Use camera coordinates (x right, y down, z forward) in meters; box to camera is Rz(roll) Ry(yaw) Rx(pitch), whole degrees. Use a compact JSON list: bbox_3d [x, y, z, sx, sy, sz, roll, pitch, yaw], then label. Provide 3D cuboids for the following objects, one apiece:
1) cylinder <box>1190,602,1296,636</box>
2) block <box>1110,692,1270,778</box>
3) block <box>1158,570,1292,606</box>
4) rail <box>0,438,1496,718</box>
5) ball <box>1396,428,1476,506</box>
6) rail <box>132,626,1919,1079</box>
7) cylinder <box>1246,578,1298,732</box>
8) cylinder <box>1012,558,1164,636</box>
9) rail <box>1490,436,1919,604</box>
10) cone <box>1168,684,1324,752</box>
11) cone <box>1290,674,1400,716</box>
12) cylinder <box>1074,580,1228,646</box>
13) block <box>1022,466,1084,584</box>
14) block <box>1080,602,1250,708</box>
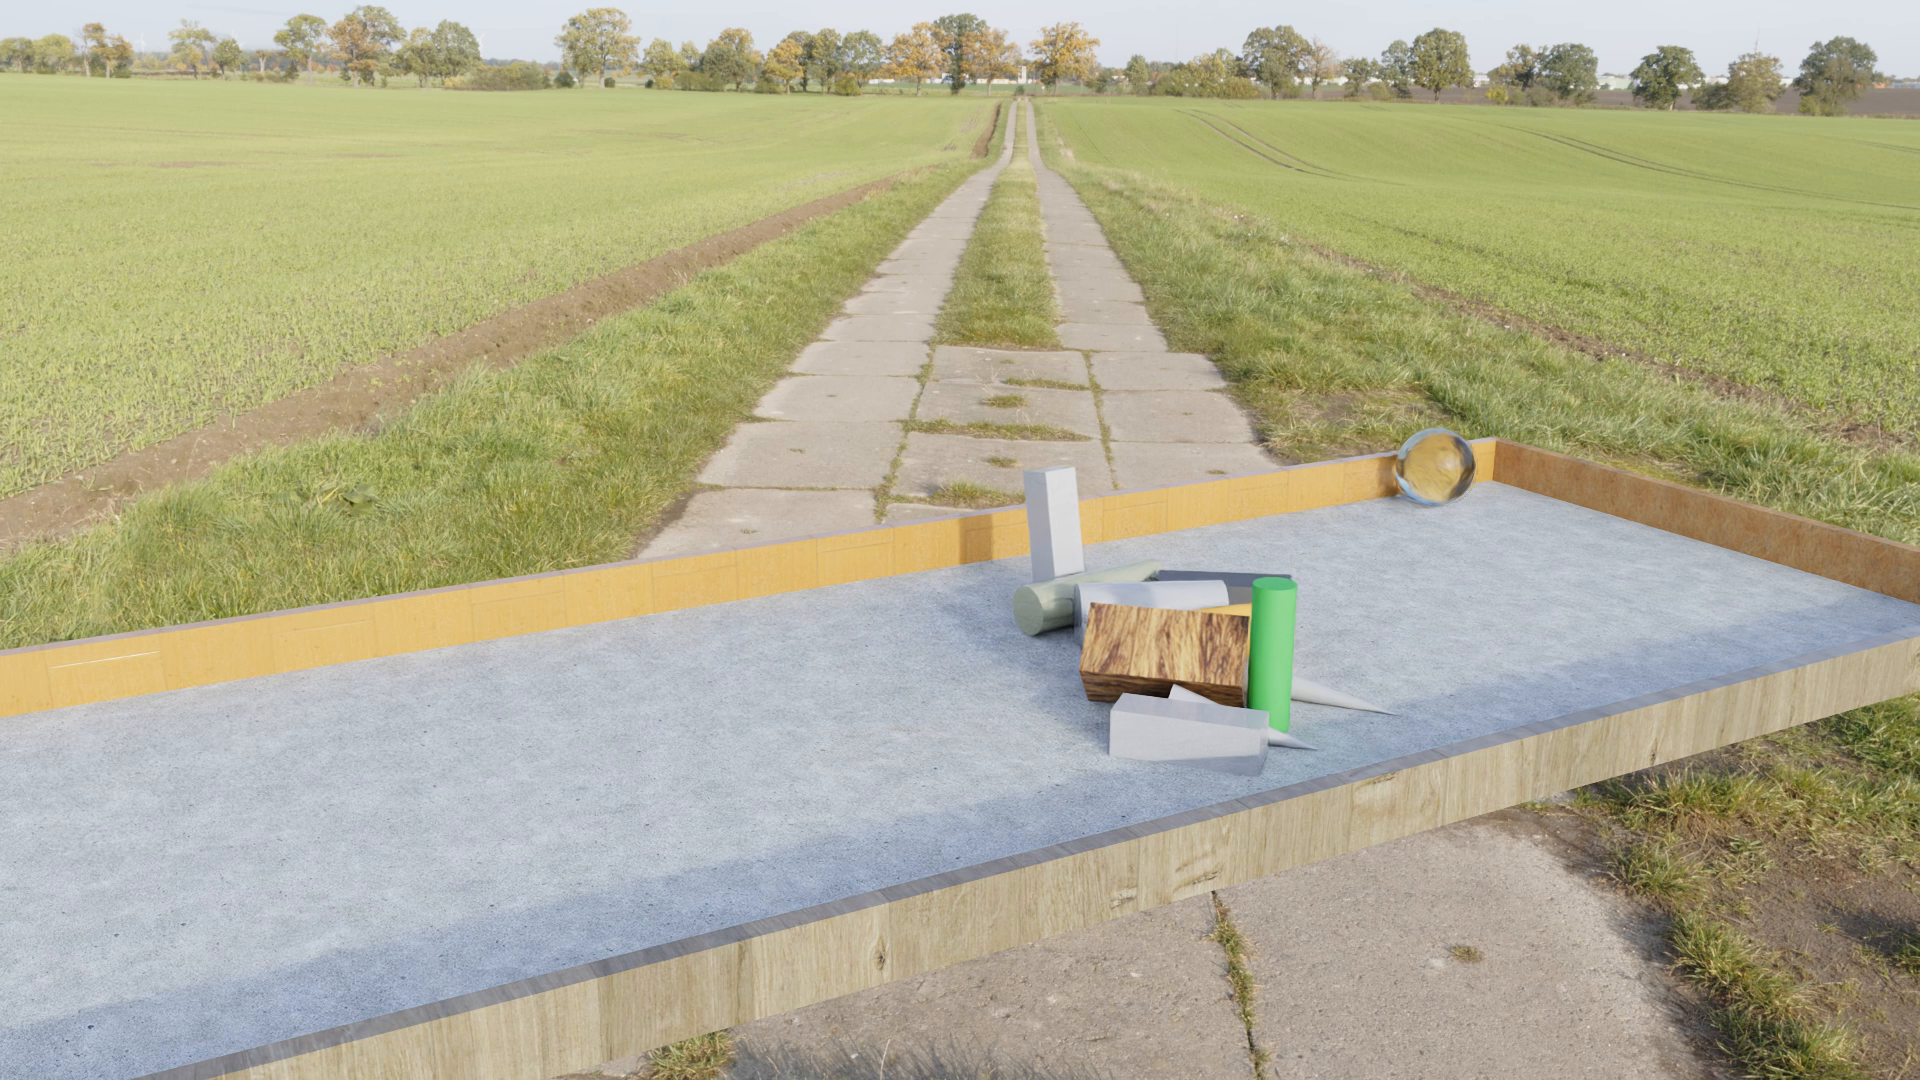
[{"bbox_3d":[0.624,0.253,4.215,0.436,0.157,0.157,-6,17,-18],"label":"cylinder"},{"bbox_3d":[0.511,0.433,3.683,0.334,0.111,0.111,6,17,19],"label":"block"},{"bbox_3d":[0.730,0.169,4.555,0.365,0.128,0.128,2,16,7],"label":"block"},{"bbox_3d":[-3.305,0.497,3.399,12.000,0.150,0.050,-9,18,-27],"label":"rail"},{"bbox_3d":[1.654,-0.254,5.741,0.270,0.270,0.270,0,16,0],"label":"ball"},{"bbox_3d":[-2.336,1.006,1.665,12.000,0.150,0.050,-9,18,-27],"label":"rail"},{"bbox_3d":[0.720,0.269,3.815,0.101,0.352,0.101,0,16,0],"label":"cylinder"},{"bbox_3d":[0.366,0.155,4.587,0.451,0.136,0.136,-11,20,-34],"label":"cylinder"},{"bbox_3d":[2.466,-0.048,5.253,0.050,0.150,2.100,-9,18,-27],"label":"rail"},{"bbox_3d":[0.652,0.435,3.770,0.365,0.122,0.122,14,19,13],"label":"cone"},{"bbox_3d":[0.857,0.370,4.006,0.448,0.102,0.102,14,21,22],"label":"cone"},{"bbox_3d":[0.507,0.194,4.396,0.389,0.167,0.167,-1,16,-4],"label":"cylinder"},{"bbox_3d":[0.268,-0.005,4.653,0.104,0.394,0.104,-11,10,-34],"label":"block"},{"bbox_3d":[0.495,0.285,3.934,0.379,0.180,0.180,4,-28,15],"label":"block"}]
